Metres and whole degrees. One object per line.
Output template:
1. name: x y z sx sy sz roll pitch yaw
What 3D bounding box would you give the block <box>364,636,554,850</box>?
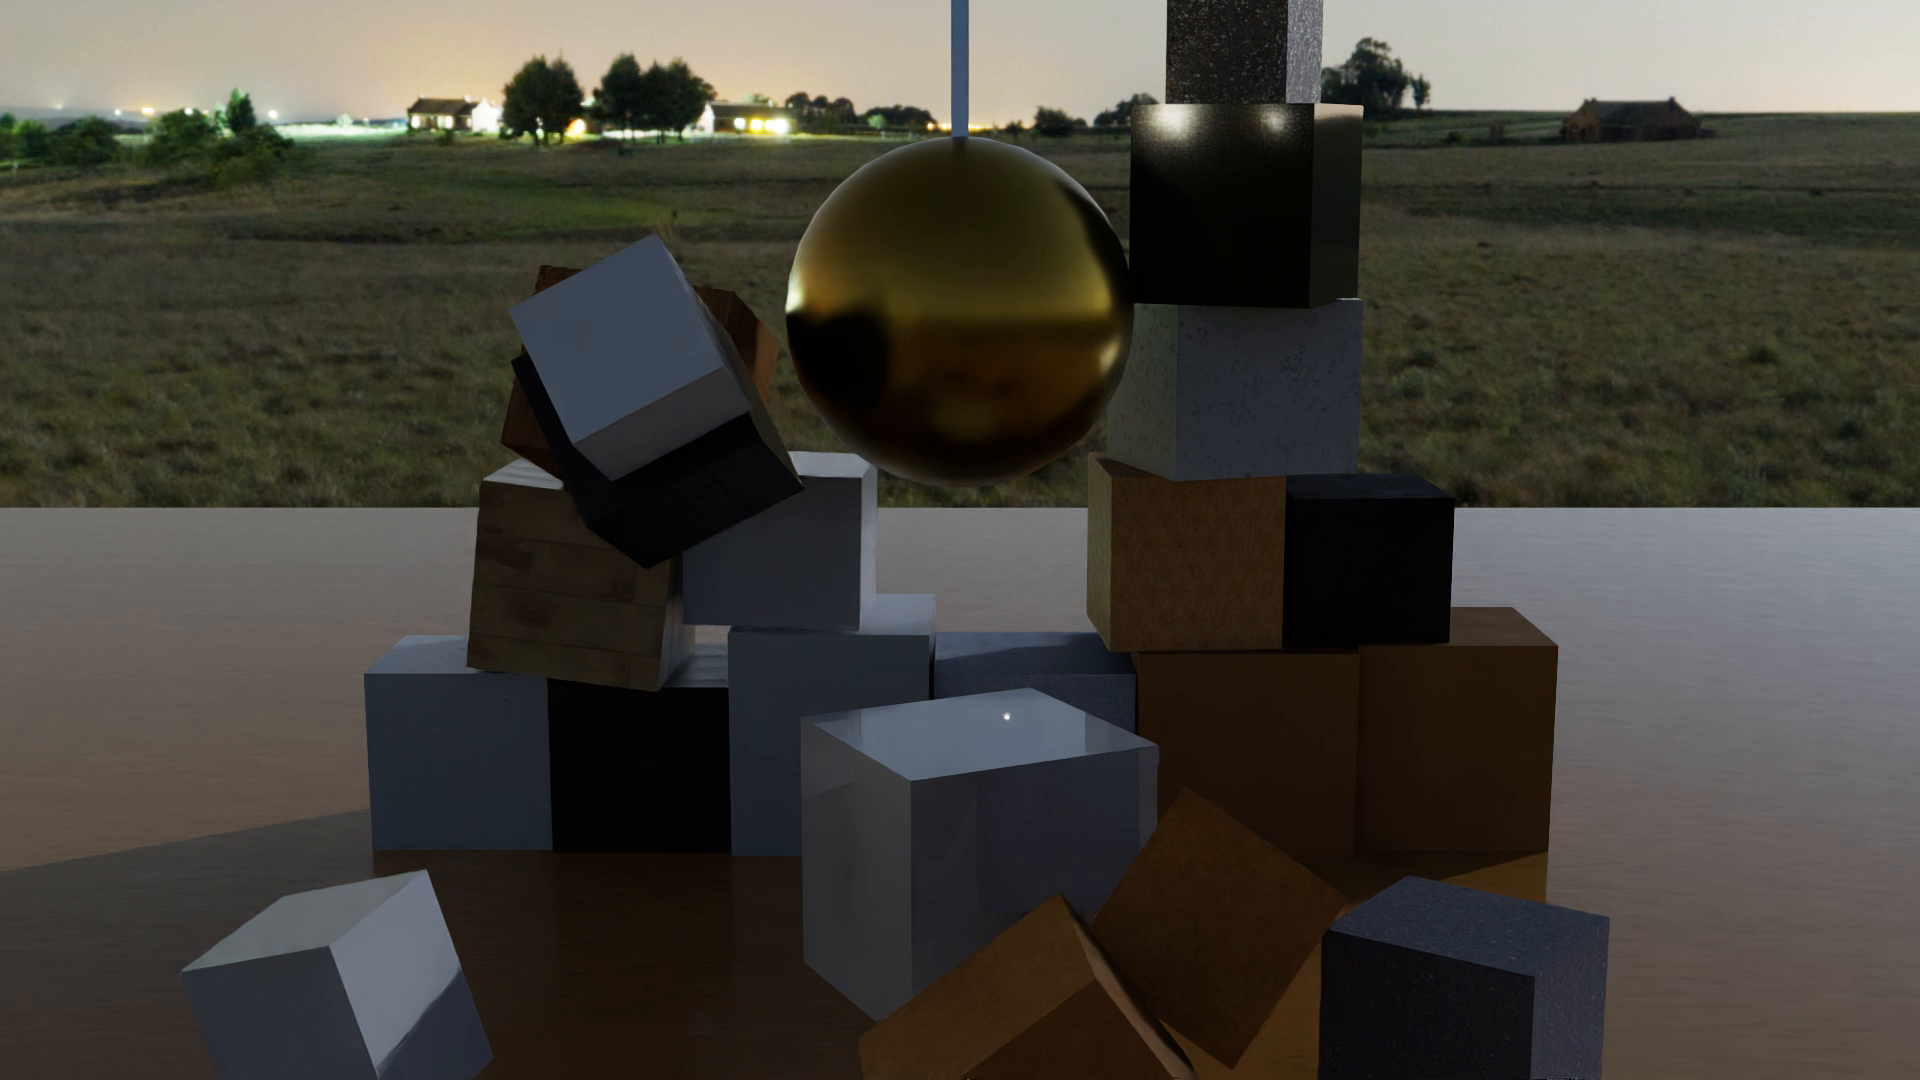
1. block: -2.492 1.031 11.353 0.904 0.910 0.845 0 10 0

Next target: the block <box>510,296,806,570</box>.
1. block: -1.264 -0.480 9.366 0.789 0.782 0.934 -27 -13 1

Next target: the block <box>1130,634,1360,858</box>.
1. block: 1.410 0.964 11.362 1.073 1.039 1.153 0 10 0

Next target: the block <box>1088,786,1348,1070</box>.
1. block: 0.870 1.331 7.615 0.650 0.689 0.590 34 -2 12

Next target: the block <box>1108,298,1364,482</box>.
1. block: 1.352 -0.792 10.941 0.979 0.841 0.843 -3 11 -18

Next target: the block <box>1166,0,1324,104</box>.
1. block: 1.385 -2.373 10.680 0.598 0.520 0.597 5 11 24

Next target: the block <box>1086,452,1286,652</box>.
1. block: 1.125 0.039 11.135 0.852 0.863 0.877 -1 10 -4

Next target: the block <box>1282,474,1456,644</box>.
1. block: 2.011 0.081 11.201 0.787 0.725 0.810 0 10 -2

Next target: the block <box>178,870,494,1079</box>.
1. block: -2.173 1.673 7.724 0.628 0.748 0.628 -13 11 20

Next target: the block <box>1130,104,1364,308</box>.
1. block: 1.373 -1.609 10.511 0.879 0.922 0.838 5 11 25

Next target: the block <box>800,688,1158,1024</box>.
1. block: 0.063 1.327 9.205 1.115 1.095 1.069 -5 12 -27

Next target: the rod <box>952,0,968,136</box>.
1. rod: 0.000 -4.435 9.973 0.080 5.200 0.080 0 2 0

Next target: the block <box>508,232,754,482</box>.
1. block: -1.279 -0.705 8.617 0.640 0.611 0.569 -27 -15 0

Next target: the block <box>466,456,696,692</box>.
1. block: -1.866 0.135 11.182 0.952 0.938 1.008 7 11 2

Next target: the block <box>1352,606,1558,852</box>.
1. block: 2.450 0.957 11.358 0.986 1.054 0.919 0 10 0

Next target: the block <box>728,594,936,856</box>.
1. block: -0.631 0.928 11.311 0.984 1.128 0.994 0 10 1

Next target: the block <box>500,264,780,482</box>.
1. block: -1.486 -0.704 10.377 0.939 0.851 0.839 9 -9 12

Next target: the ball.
1. ball: 0.000 -1.036 10.067 1.600 1.600 1.600 0 10 0

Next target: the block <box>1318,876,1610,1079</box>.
1. block: 1.806 1.736 7.899 0.781 0.758 0.708 7 13 35

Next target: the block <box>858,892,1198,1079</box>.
1. block: 0.251 1.751 6.904 0.821 0.743 0.767 -37 11 2

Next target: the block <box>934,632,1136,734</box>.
1. block: 0.370 1.027 11.358 0.995 0.916 0.951 0 10 0

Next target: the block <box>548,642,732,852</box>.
1. block: -1.582 1.055 11.390 0.893 0.847 0.987 0 10 0

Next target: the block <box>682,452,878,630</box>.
1. block: -0.899 -0.015 11.160 0.877 0.760 0.803 2 10 3
